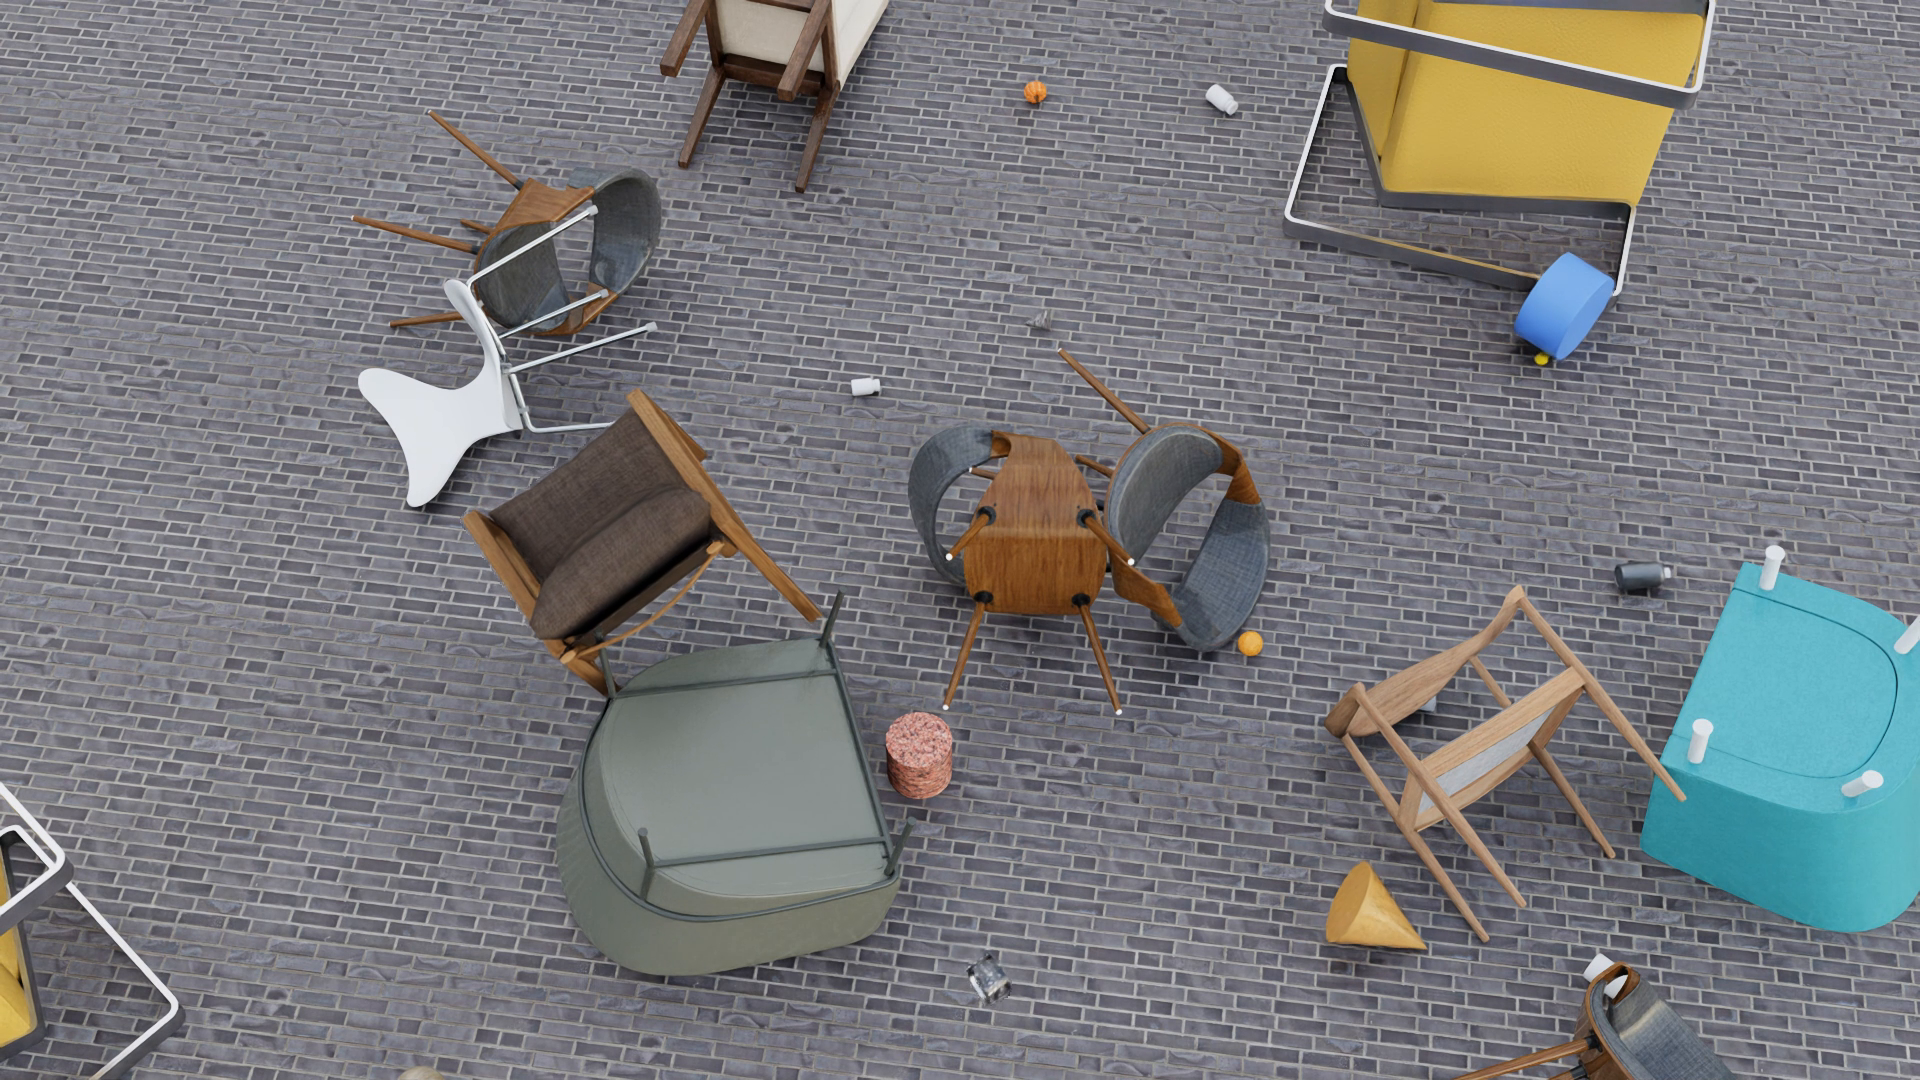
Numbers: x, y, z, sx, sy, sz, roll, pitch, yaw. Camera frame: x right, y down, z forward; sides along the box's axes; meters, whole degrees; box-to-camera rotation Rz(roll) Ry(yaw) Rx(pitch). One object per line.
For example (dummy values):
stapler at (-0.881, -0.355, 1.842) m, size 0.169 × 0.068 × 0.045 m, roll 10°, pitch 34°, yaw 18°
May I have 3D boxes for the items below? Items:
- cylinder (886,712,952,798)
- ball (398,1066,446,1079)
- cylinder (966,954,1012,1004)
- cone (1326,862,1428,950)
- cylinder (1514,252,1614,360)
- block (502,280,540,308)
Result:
cylinder at (-0.112, 0.595, 6.063) m, size 0.181 × 0.185 × 0.172 m, roll -4°, pitch 56°, yaw -2°
ball at (-1.363, 1.397, 5.554) m, size 0.137 × 0.137 × 0.137 m, roll 0°, pitch 56°, yaw 0°
cylinder at (0.076, 1.147, 5.737) m, size 0.063 × 0.111 × 0.113 m, roll -30°, pitch 97°, yaw -18°
cone at (1.135, 1.023, 5.830) m, size 0.256 × 0.199 × 0.256 m, roll 31°, pitch 45°, yaw -6°
cylinder at (1.888, -0.730, 6.876) m, size 0.157 × 0.318 × 0.298 m, roll 37°, pitch 108°, yaw 20°
block at (-1.413, -0.792, 7.076) m, size 0.094 × 0.048 × 0.066 m, roll 11°, pitch 57°, yaw 7°
